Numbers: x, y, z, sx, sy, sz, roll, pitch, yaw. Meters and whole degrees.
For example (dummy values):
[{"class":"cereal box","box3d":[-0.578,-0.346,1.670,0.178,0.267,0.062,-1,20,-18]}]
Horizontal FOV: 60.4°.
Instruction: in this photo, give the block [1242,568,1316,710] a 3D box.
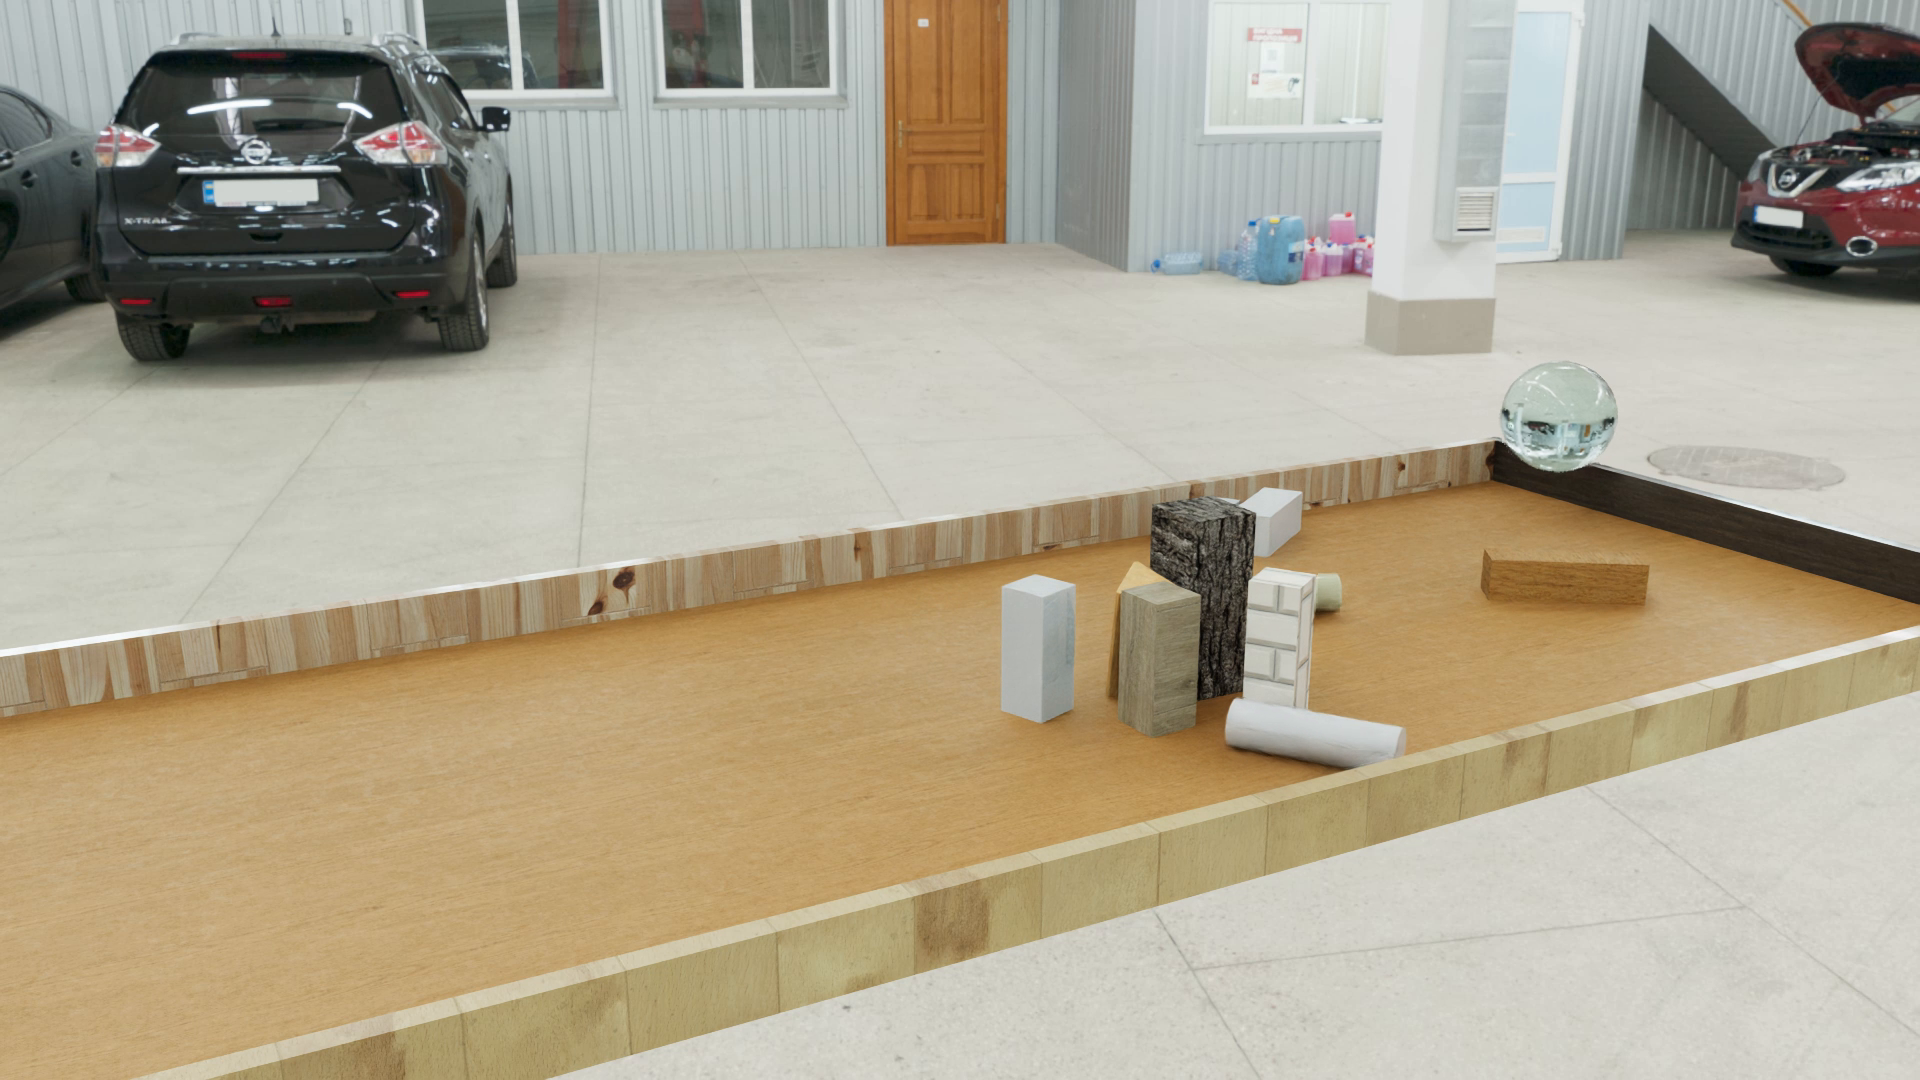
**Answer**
[{"class":"block","box3d":[0.743,0.258,3.845,0.121,0.357,0.121,9,19,28]}]

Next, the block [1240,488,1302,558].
[{"class":"block","box3d":[0.989,-0.061,5.329,0.131,0.131,0.352,8,18,26]}]

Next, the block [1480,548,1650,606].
[{"class":"block","box3d":[1.749,0.105,4.781,0.435,0.121,0.121,2,16,6]}]

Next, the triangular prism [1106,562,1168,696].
[{"class":"triangular prism","box3d":[0.432,0.216,4.031,0.155,0.305,0.134,-3,31,-8]}]

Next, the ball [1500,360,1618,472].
[{"class":"ball","box3d":[2.059,-0.424,5.674,0.383,0.383,0.383,0,16,0]}]

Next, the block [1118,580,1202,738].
[{"class":"block","box3d":[0.463,0.276,3.841,0.130,0.324,0.130,-10,19,-32]}]

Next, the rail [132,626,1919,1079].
[{"class":"rail","box3d":[-2.336,1.006,1.665,12.000,0.150,0.050,-9,18,-27]}]

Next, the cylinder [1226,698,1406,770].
[{"class":"cylinder","box3d":[0.788,0.438,3.666,0.377,0.110,0.110,8,18,26]}]

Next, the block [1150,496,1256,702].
[{"class":"block","box3d":[0.589,0.143,4.054,0.179,0.458,0.179,-8,19,-27]}]

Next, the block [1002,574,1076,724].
[{"class":"block","box3d":[0.186,0.257,3.922,0.124,0.314,0.124,14,21,39]}]

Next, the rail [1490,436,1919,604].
[{"class":"rail","box3d":[2.466,-0.048,5.253,0.050,0.150,2.100,-9,18,-27]}]

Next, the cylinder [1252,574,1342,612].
[{"class":"cylinder","box3d":[0.900,0.152,4.651,0.329,0.105,0.105,-1,16,-4]}]

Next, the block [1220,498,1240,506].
[{"class":"block","box3d":[0.803,-0.049,5.334,0.105,0.105,0.312,8,18,27]}]

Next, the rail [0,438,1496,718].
[{"class":"rail","box3d":[-3.305,0.497,3.399,12.000,0.150,0.050,-9,18,-27]}]
